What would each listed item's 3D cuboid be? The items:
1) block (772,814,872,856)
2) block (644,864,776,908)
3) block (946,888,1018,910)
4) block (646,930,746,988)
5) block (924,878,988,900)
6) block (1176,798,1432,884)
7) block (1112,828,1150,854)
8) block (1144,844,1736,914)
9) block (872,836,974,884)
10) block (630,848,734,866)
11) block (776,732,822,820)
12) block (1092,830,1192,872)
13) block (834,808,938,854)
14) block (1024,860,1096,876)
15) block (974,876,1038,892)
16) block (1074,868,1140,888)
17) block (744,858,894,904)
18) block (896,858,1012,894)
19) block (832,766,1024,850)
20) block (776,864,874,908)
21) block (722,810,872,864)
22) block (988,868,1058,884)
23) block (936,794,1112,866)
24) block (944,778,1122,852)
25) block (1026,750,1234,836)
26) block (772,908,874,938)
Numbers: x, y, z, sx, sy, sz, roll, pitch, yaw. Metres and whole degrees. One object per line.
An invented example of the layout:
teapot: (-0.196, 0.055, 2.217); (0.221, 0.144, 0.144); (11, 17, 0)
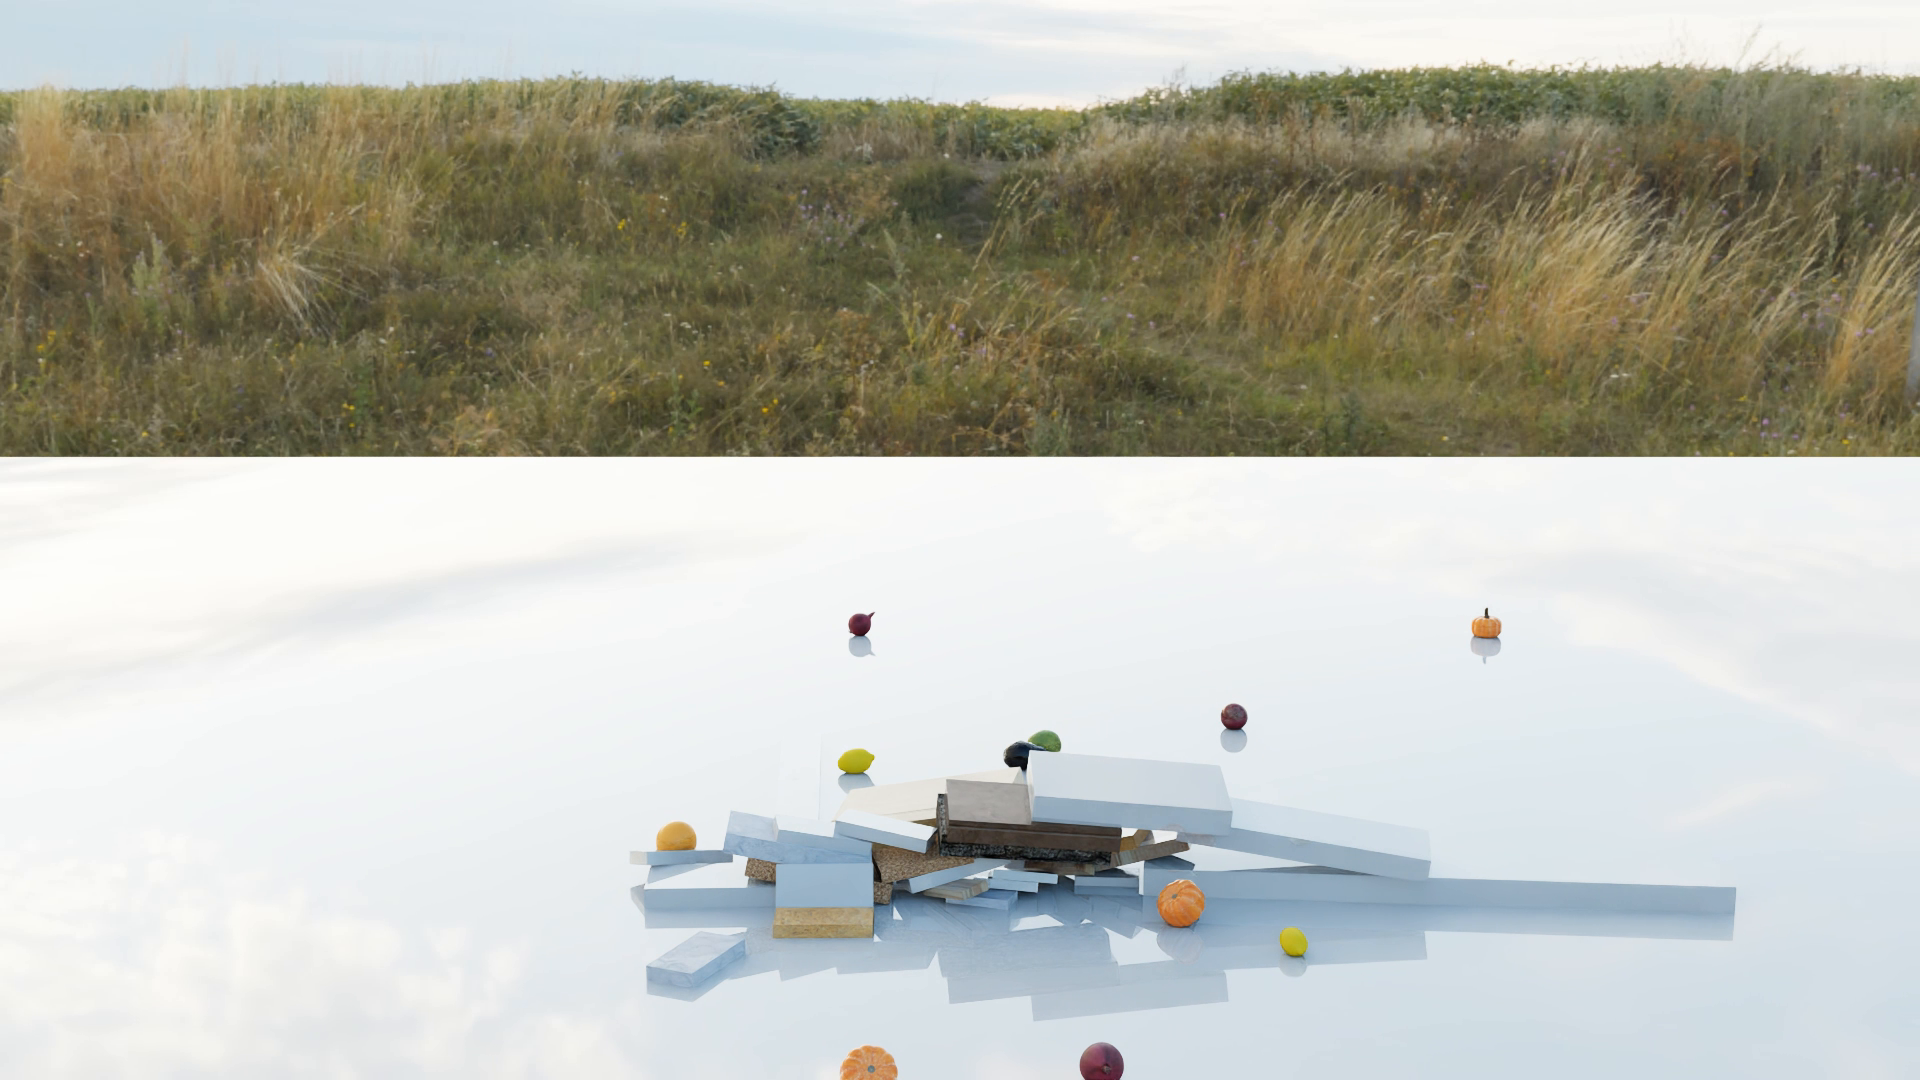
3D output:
block: (-0.229, 0.488, 3.642); (0.157, 0.022, 0.078); (10, 10, -12)
block: (-0.398, 0.575, 3.657); (0.242, 0.034, 0.121); (0, 11, -2)
block: (0.036, 0.589, 3.634); (0.107, 0.015, 0.054); (4, 11, 18)
block: (-0.401, 0.638, 3.349); (0.080, 0.023, 0.159); (5, 11, 23)
block: (-0.008, 0.573, 3.616); (0.054, 0.015, 0.107); (-17, 8, -37)
block: (0.574, 0.494, 3.676); (0.413, 0.040, 0.141); (9, 15, 8)
block: (0.231, 0.514, 3.758); (0.176, 0.025, 0.088); (-14, 9, 24)
block: (0.789, 0.562, 3.692); (0.958, 0.046, 0.162); (1, 11, 5)
block: (-0.062, 0.526, 3.651); (0.157, 0.022, 0.078); (-12, 21, -11)
block: (-0.476, 0.541, 3.758); (0.158, 0.022, 0.079); (3, -7, -30)
block: (-0.311, 0.470, 4.252); (0.080, 0.023, 0.661); (-1, 11, -3)
block: (0.309, 0.519, 3.735); (0.175, 0.025, 0.088); (-16, 9, 16)
block: (-0.123, 0.482, 3.649); (0.157, 0.022, 0.078); (11, 9, 11)
block: (0.167, 0.551, 3.705); (0.109, 0.015, 0.054); (-8, -26, 41)
block: (0.076, 0.572, 3.662); (0.107, 0.015, 0.054); (5, -5, 4)
block: (0.250, 0.571, 3.730); (0.109, 0.015, 0.054); (1, 11, 5)
block: (-0.233, 0.548, 3.665); (0.242, 0.034, 0.121); (12, 10, -3)
block: (-0.013, 0.546, 3.679); (0.178, 0.025, 0.088); (-14, 6, -18)
block: (-0.059, 0.477, 3.870); (0.325, 0.046, 0.162); (-10, 18, 18)
block: (-0.220, 0.568, 3.575); (0.158, 0.079, 0.022); (0, -22, -2)
block: (-0.269, 0.506, 3.654); (0.242, 0.034, 0.121); (11, 10, -5)
block: (0.105, 0.561, 3.682); (0.109, 0.015, 0.054); (6, -5, -7)
block: (0.105, 0.482, 3.671); (0.283, 0.040, 0.141); (4, 21, -5)
block: (0.118, 0.455, 3.634); (0.283, 0.040, 0.141); (4, 21, -4)
block: (0.279, 0.419, 3.650); (0.325, 0.046, 0.162); (5, 21, -3)
block: (-0.216, 0.609, 3.503); (0.157, 0.022, 0.079); (0, 11, 0)
